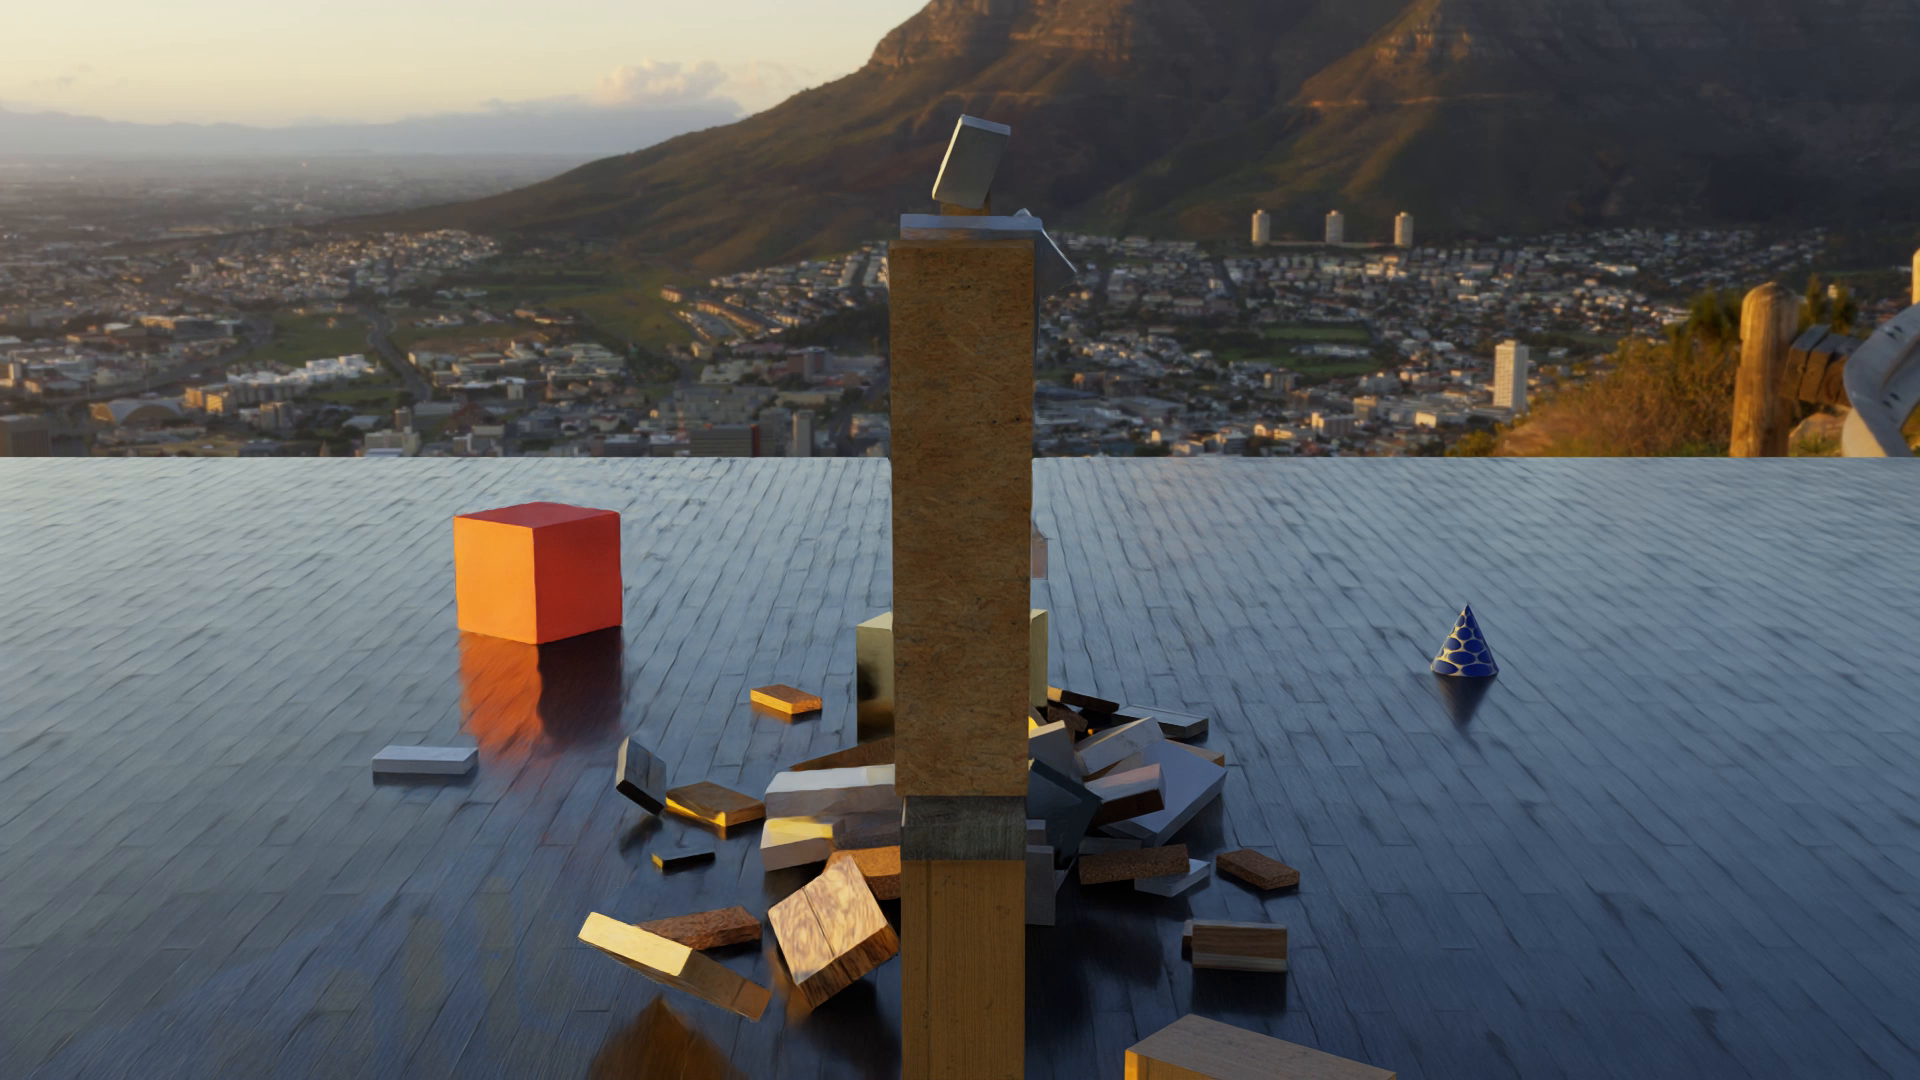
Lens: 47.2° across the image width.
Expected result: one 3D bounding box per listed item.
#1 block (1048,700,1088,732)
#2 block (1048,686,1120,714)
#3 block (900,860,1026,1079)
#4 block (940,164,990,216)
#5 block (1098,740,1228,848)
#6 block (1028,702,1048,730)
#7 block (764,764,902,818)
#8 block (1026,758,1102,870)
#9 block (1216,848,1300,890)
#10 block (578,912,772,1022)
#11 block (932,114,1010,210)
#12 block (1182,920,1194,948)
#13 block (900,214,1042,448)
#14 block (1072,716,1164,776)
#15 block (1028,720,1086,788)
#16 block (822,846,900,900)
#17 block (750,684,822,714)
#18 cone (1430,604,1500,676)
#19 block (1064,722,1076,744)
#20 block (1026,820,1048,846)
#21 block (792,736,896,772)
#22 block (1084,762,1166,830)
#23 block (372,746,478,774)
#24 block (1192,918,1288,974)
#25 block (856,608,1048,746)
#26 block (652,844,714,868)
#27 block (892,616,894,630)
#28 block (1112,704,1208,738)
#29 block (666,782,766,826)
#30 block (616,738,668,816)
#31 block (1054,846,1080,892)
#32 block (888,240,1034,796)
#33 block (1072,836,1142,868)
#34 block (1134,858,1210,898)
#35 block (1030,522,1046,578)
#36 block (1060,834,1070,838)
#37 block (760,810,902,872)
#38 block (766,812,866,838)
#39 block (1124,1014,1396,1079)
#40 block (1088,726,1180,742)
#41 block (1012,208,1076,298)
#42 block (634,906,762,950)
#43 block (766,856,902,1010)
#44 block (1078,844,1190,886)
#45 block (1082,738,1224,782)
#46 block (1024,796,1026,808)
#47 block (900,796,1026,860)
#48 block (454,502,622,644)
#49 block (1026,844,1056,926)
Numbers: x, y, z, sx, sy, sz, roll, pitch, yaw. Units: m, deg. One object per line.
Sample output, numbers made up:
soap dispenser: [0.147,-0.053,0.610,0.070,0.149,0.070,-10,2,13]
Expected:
block: [0.198,0.365,4.721,0.093,0.026,0.185,19,4,-20]
block: [0.246,0.343,4.752,0.096,0.027,0.192,11,-4,46]
block: [0.004,0.563,2.922,0.163,0.326,0.046,0,10,0]
block: [0.007,-0.419,2.834,0.063,0.127,0.018,-1,10,1]
block: [0.352,0.462,4.018,0.159,0.045,0.319,24,26,22]
block: [0.138,0.400,4.121,0.032,0.113,0.251,16,14,-23]
block: [-0.120,0.432,3.852,0.421,0.045,0.159,-5,6,3]
block: [0.126,0.451,3.600,0.131,0.131,0.131,32,-17,-12]
block: [0.509,0.562,3.762,0.071,0.020,0.141,-6,12,-29]
block: [-0.406,0.601,3.109,0.149,0.042,0.297,37,-19,-31]
block: [0.014,-0.471,2.753,0.063,0.127,0.018,11,49,-12]
block: [0.421,0.622,3.444,0.141,0.020,0.071,2,11,11]
block: [0.010,-0.242,2.864,0.179,0.357,0.051,1,26,0]
block: [0.256,0.399,4.144,0.159,0.045,0.319,-24,-3,-17]
block: [0.070,0.412,3.730,0.266,0.133,0.038,-18,14,0]
block: [-0.076,0.549,3.659,0.297,0.042,0.148,-6,10,8]
block: [-0.386,0.353,4.884,0.081,0.023,0.163,-8,13,-38]
cone: [1.195,0.226,5.191,0.160,0.160,0.160,0,11,0]
block: [0.159,0.400,4.423,0.015,0.054,0.261,4,1,33]
block: [0.096,0.526,3.525,0.089,0.178,0.025,0,31,7]
block: [-0.165,0.437,4.031,0.266,0.038,0.133,-16,45,-5]
block: [0.125,0.480,3.767,0.462,0.038,0.133,-16,11,10]
block: [-1.070,0.440,4.403,0.187,0.027,0.094,1,11,5]
block: [0.424,0.616,3.334,0.141,0.071,0.020,2,14,10]
block: [-0.013,0.299,4.443,0.290,0.290,0.290,5,12,24]
block: [-0.482,0.552,3.837,0.096,0.014,0.048,-6,12,-30]
block: [-0.076,0.151,4.383,0.081,0.023,0.163,2,11,12]
block: [0.426,0.387,4.692,0.185,0.026,0.093,8,13,36]
block: [-0.458,0.493,4.118,0.094,0.027,0.187,-9,14,-41]
block: [-0.601,0.446,4.153,0.094,0.027,0.187,37,11,-17]
block: [0.128,0.554,3.679,0.092,0.026,0.184,4,24,20]
block: [0.002,-0.016,2.852,0.179,0.748,0.051,0,20,0]
block: [0.221,0.545,3.839,0.184,0.026,0.092,2,11,12]
block: [0.361,0.569,3.726,0.071,0.020,0.141,7,13,33]
block: [0.021,0.008,3.150,0.179,0.051,0.357,0,6,-2]
block: [0.099,0.527,3.809,0.166,0.023,0.083,-23,30,-32]
block: [-0.196,0.507,3.846,0.297,0.042,0.148,-11,11,0]
block: [-0.251,0.488,3.829,0.163,0.023,0.081,-1,15,43]
block: [0.394,0.709,2.903,0.318,0.045,0.159,8,13,38]
block: [0.354,0.407,4.487,0.096,0.027,0.217,-2,2,-24]
block: [0.095,-0.370,2.837,0.054,0.109,0.015,-36,21,16]
block: [-0.412,0.616,3.461,0.178,0.025,0.089,-5,12,-27]
block: [-0.193,0.590,3.337,0.159,0.045,0.318,-33,16,-5]
block: [0.295,0.549,3.726,0.185,0.026,0.092,-7,5,4]
block: [0.352,0.456,4.191,0.159,0.045,0.319,12,19,36]
block: [0.020,0.465,3.461,0.161,0.322,0.046,4,12,22]
block: [0.004,0.361,2.991,0.163,0.046,0.326,0,11,0]
block: [-1.075,0.079,5.615,0.293,0.293,0.293,7,13,36]
block: [0.115,0.549,3.502,0.071,0.141,0.020,2,28,11]
